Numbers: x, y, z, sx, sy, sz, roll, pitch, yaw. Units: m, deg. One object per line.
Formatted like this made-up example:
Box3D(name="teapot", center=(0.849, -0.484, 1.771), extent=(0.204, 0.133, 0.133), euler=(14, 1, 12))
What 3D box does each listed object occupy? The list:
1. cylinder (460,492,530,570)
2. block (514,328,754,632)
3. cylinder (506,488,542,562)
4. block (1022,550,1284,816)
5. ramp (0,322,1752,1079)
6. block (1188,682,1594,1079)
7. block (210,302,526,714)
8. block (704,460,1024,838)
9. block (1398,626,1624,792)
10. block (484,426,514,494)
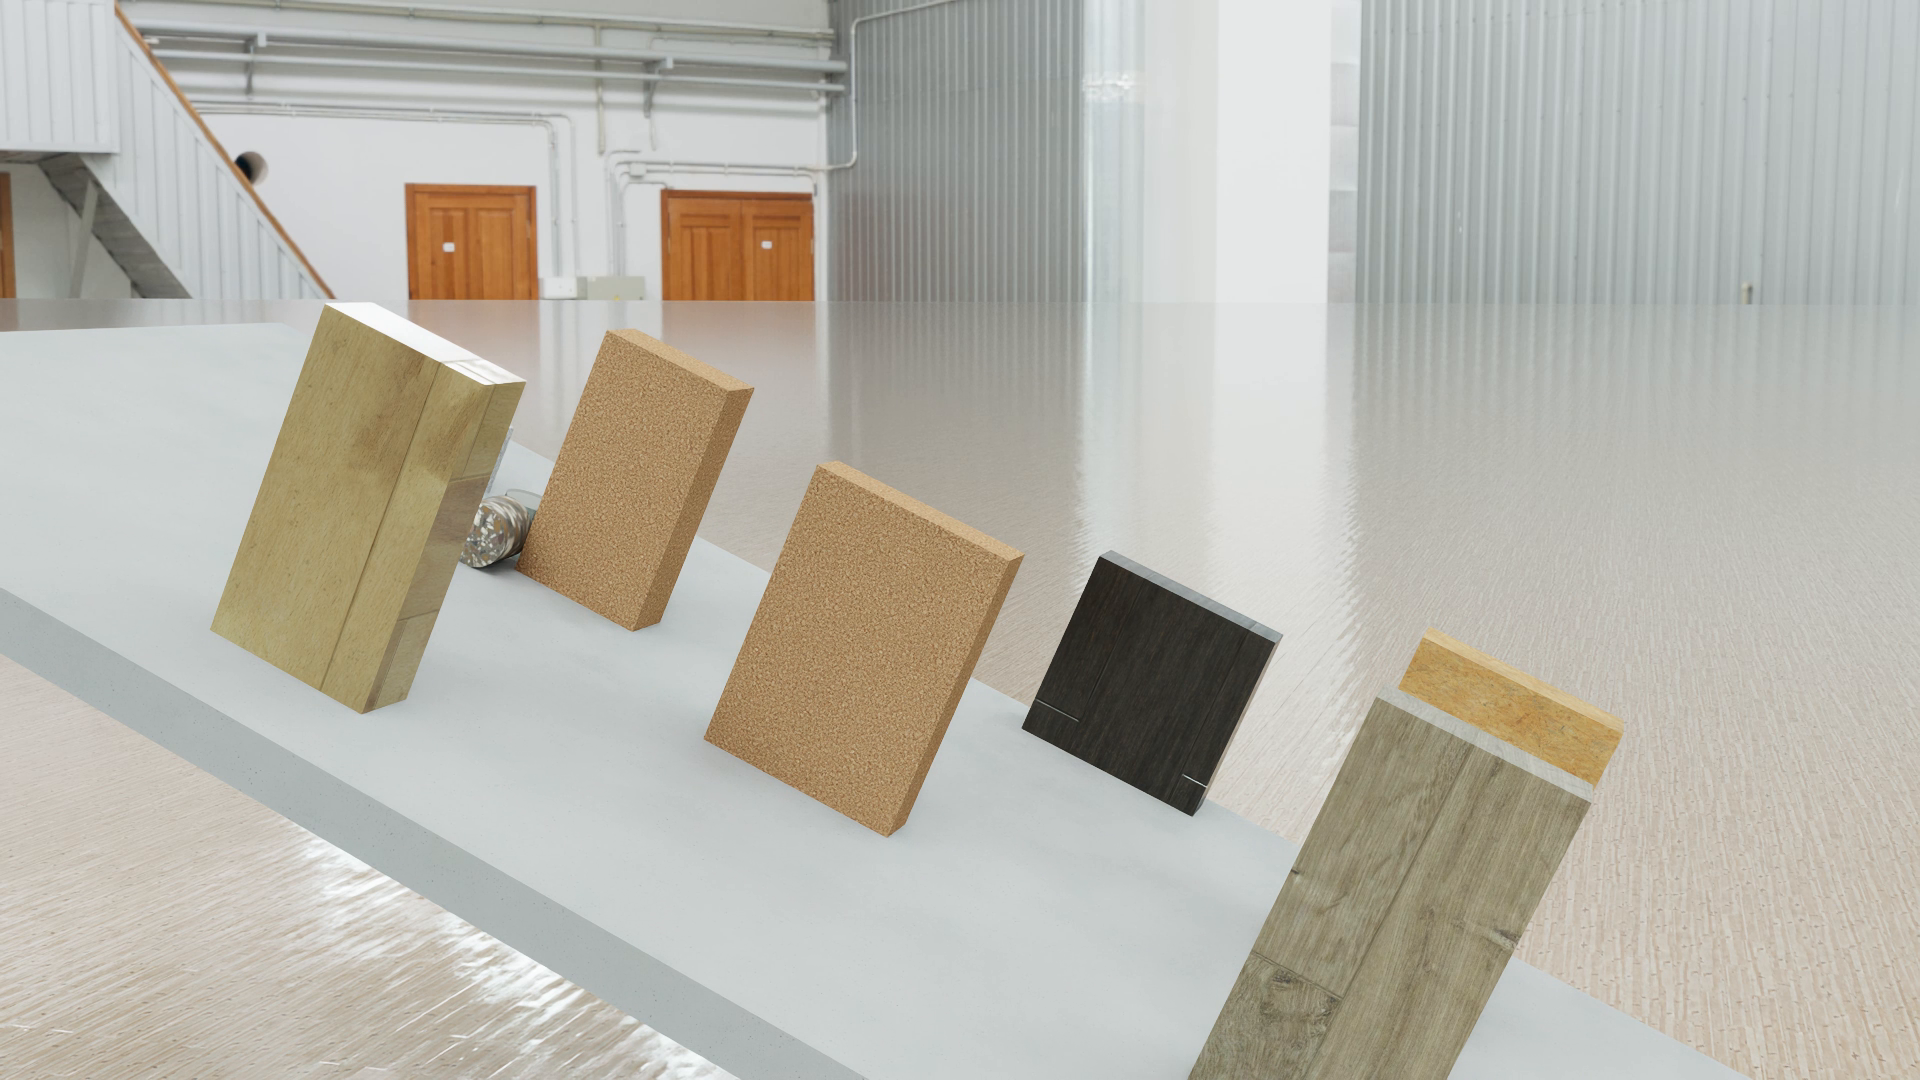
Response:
Box3D(name="cylinder", center=(-0.958, -0.019, 4.476), extent=(0.130, 0.130, 0.130), euler=(1, 16, 9))
Box3D(name="block", center=(-0.666, -0.124, 4.490), extent=(0.289, 0.538, 0.132), euler=(27, 13, 13))
Box3D(name="cylinder", center=(-0.915, -0.029, 4.614), extent=(0.118, 0.118, 0.118), euler=(22, 13, -6))
Box3D(name="block", center=(0.423, 0.314, 4.867), extent=(0.427, 0.433, 0.115), euler=(27, 13, 13))
Box3D(name="ramp", center=(-0.279, 0.482, 4.179), extent=(4.000, 0.100, 2.000), euler=(27, 13, 13))
Box3D(name="block", center=(0.661, 0.626, 3.432), extent=(0.349, 0.715, 0.122), euler=(27, 13, 13))
Box3D(name="block", center=(-0.969, -0.054, 3.591), extent=(0.308, 0.587, 0.136), euler=(27, 13, 13))
Box3D(name="block", center=(-0.179, 0.197, 4.011), extent=(0.393, 0.563, 0.104), euler=(27, 13, 13))
Box3D(name="block", center=(0.930, 0.564, 4.216), extent=(0.400, 0.678, 0.134), euler=(27, 13, 13))
Box3D(name="block", center=(-1.124, -0.209, 4.868), extent=(0.162, 0.162, 0.162), euler=(29, 14, 21))
